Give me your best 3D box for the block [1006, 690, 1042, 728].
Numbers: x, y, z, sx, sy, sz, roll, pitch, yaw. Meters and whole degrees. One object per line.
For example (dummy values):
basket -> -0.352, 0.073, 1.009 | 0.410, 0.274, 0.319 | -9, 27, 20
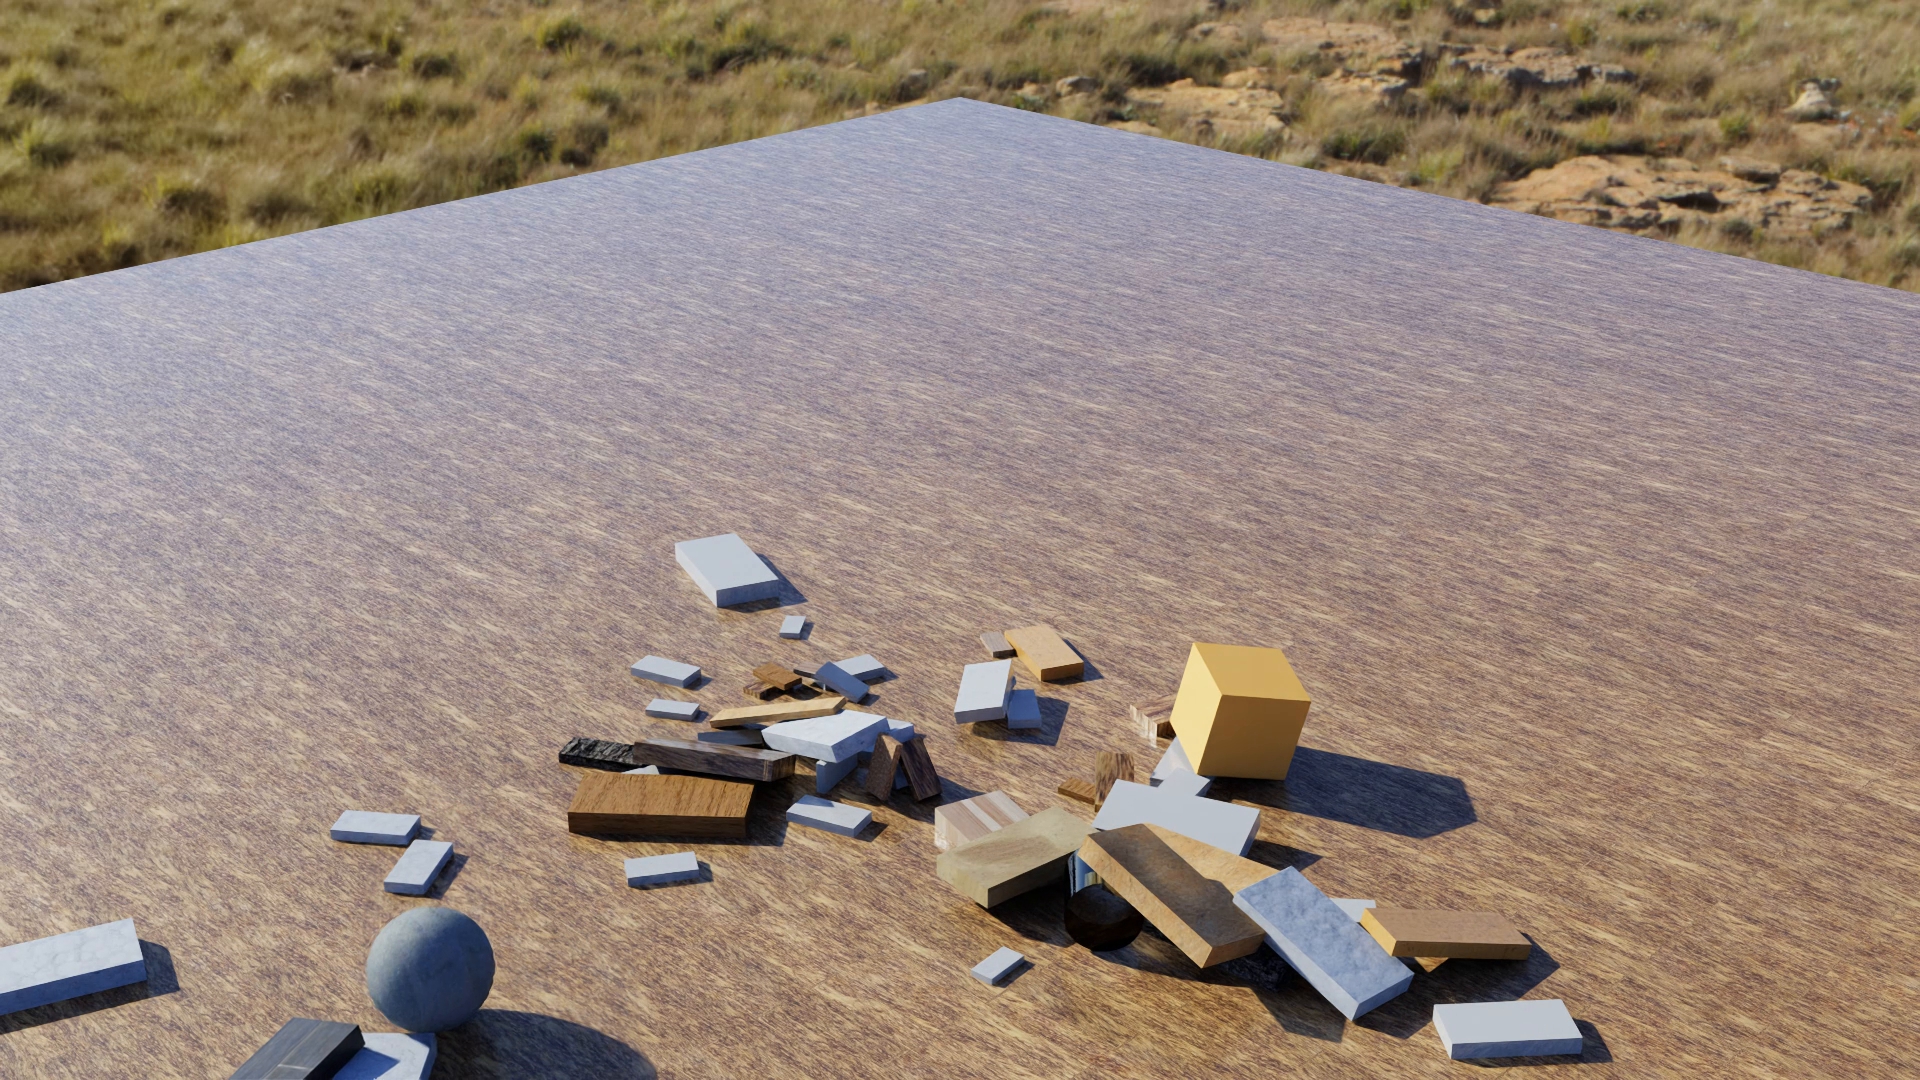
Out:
block -> 0.135, 0.372, 4.857 | 0.072, 0.021, 0.145 | -2, 23, -5

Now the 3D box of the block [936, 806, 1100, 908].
block -> 0.119, 0.600, 4.184 | 0.300, 0.042, 0.150 | -18, 29, -36

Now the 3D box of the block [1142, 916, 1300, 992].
block -> 0.494, 0.718, 4.014 | 0.304, 0.043, 0.152 | 19, 30, 38

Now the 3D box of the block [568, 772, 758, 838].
block -> -0.598, 0.534, 4.443 | 0.355, 0.046, 0.162 | 1, 23, 3

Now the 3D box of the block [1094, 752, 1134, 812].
block -> 0.316, 0.498, 4.501 | 0.078, 0.022, 0.156 | 6, 38, 0

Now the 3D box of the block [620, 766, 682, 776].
block -> -0.642, 0.491, 4.582 | 0.115, 0.016, 0.058 | -12, 26, -26

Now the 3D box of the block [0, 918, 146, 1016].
block -> -1.681, 0.775, 3.878 | 0.445, 0.043, 0.151 | -11, 25, -24

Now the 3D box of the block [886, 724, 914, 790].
block -> -0.119, 0.447, 4.547 | 0.062, 0.123, 0.017 | -16, 16, -33

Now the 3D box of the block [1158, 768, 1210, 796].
block -> 0.432, 0.524, 4.451 | 0.078, 0.022, 0.156 | 20, 42, 32

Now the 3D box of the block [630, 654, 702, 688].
block -> -0.673, 0.300, 5.027 | 0.145, 0.021, 0.072 | 12, 26, 25

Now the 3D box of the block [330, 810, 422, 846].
block -> -1.164, 0.573, 4.382 | 0.157, 0.022, 0.078 | 3, 23, 8

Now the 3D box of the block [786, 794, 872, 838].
block -> -0.263, 0.555, 4.424 | 0.154, 0.022, 0.077 | 11, 25, 24

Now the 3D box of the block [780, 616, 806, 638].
block -> -0.399, 0.208, 5.254 | 0.048, 0.014, 0.095 | 2, 23, 6

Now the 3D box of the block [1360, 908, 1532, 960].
block -> 0.875, 0.709, 3.960 | 0.292, 0.032, 0.112 | 6, 19, -23

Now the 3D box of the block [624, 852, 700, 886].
block -> -0.576, 0.634, 4.241 | 0.136, 0.019, 0.068 | -5, 24, -13

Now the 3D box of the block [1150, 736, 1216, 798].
block -> 0.484, 0.470, 4.612 | 0.112, 0.032, 0.224 | 9, 24, 20

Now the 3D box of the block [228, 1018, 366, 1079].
block -> -1.112, 0.883, 3.571 | 0.141, 0.040, 0.282 | 0, 25, 26

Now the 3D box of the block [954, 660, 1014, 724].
block -> 0.054, 0.334, 4.852 | 0.107, 0.030, 0.213 | -8, 24, 11

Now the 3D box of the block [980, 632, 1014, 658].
block -> 0.086, 0.245, 5.166 | 0.050, 0.014, 0.101 | -7, 24, -15

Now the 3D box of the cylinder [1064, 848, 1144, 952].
cylinder -> 0.263, 0.653, 4.036 | 0.145, 0.145, 0.145 | 1, 23, 3

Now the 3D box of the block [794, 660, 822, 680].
block -> -0.324, 0.299, 4.984 | 0.095, 0.014, 0.048 | 12, 26, 26

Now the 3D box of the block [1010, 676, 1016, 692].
block -> 0.063, 0.345, 4.885 | 0.072, 0.021, 0.145 | 0, 27, 27

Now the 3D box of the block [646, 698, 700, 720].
block -> -0.635, 0.375, 4.858 | 0.107, 0.015, 0.054 | 6, 24, 13

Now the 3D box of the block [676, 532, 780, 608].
block -> -0.588, 0.073, 5.530 | 0.162, 0.046, 0.324 | -10, 25, -23

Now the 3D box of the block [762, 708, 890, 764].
block -> -0.282, 0.405, 4.619 | 0.141, 0.040, 0.296 | -26, 15, -30

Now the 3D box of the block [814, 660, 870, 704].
block -> -0.263, 0.319, 4.932 | 0.115, 0.016, 0.058 | 31, 33, 12

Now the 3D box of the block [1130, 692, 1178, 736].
block -> 0.494, 0.374, 4.842 | 0.213, 0.030, 0.107 | -12, 26, -26

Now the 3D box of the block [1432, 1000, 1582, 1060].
block -> 0.933, 0.834, 3.753 | 0.224, 0.032, 0.112 | -2, 23, -4

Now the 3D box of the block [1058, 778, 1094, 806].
block -> 0.257, 0.518, 4.521 | 0.101, 0.014, 0.050 | 15, 27, 32

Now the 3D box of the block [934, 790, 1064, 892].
block -> 0.087, 0.592, 4.312 | 0.150, 0.042, 0.300 | -12, 26, -26

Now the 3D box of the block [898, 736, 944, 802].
block -> -0.086, 0.471, 4.517 | 0.062, 0.123, 0.017 | -16, -13, -33

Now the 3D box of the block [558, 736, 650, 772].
block -> -0.746, 0.456, 4.658 | 0.189, 0.022, 0.078 | 6, 24, 15

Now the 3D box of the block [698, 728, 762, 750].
block -> -0.493, 0.433, 4.715 | 0.136, 0.019, 0.068 | -3, 23, -8

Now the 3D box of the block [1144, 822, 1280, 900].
block -> 0.434, 0.625, 4.123 | 0.304, 0.043, 0.152 | 17, 29, 35

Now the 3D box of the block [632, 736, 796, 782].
block -> -0.509, 0.453, 4.567 | 0.302, 0.043, 0.151 | 6, 1, 14

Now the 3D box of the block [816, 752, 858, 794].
block -> -0.256, 0.467, 4.573 | 0.019, 0.068, 0.136 | 11, 25, 25

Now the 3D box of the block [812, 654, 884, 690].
block -> -0.258, 0.302, 5.022 | 0.154, 0.022, 0.077 | -13, 26, -28

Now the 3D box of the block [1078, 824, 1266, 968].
block -> 0.378, 0.633, 3.942 | 0.162, 0.046, 0.324 | -3, 34, -47

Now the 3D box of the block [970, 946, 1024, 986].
block -> 0.068, 0.763, 3.944 | 0.048, 0.014, 0.095 | 17, 28, 35

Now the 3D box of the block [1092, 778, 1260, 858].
block -> 0.426, 0.564, 4.336 | 0.300, 0.042, 0.150 | 10, 37, 22

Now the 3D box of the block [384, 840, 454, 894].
block -> -1.044, 0.631, 4.246 | 0.078, 0.022, 0.157 | 3, 23, 8

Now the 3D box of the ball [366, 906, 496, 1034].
ball -> -0.901, 0.731, 3.746 | 0.214, 0.214, 0.214 | 0, 23, 0

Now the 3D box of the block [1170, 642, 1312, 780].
block -> 0.583, 0.357, 4.592 | 0.198, 0.198, 0.198 | 5, 28, -16

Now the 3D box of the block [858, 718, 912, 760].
block -> -0.169, 0.429, 4.721 | 0.077, 0.022, 0.154 | 8, 24, 18

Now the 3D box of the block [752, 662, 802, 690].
block -> -0.413, 0.308, 4.976 | 0.107, 0.015, 0.054 | 21, 31, 40

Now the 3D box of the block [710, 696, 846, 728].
block -> -0.394, 0.372, 4.745 | 0.317, 0.016, 0.058 | -8, 17, 28

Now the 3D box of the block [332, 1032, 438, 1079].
block -> -0.952, 0.903, 3.581 | 0.141, 0.040, 0.282 | 0, 23, -1

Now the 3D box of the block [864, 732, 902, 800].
block -> -0.157, 0.464, 4.507 | 0.017, 0.123, 0.062 | 3, 19, -42

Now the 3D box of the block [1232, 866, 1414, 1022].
block -> 0.642, 0.714, 3.912 | 0.152, 0.043, 0.304 | -16, 44, -38

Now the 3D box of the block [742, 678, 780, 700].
block -> -0.434, 0.327, 4.971 | 0.054, 0.015, 0.107 | 18, 29, 37

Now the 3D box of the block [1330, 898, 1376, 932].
block -> 0.696, 0.697, 4.090 | 0.156, 0.022, 0.078 | 2, 23, 4

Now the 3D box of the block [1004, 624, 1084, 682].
block -> 0.194, 0.260, 5.109 | 0.107, 0.030, 0.218 | -9, 24, -19
